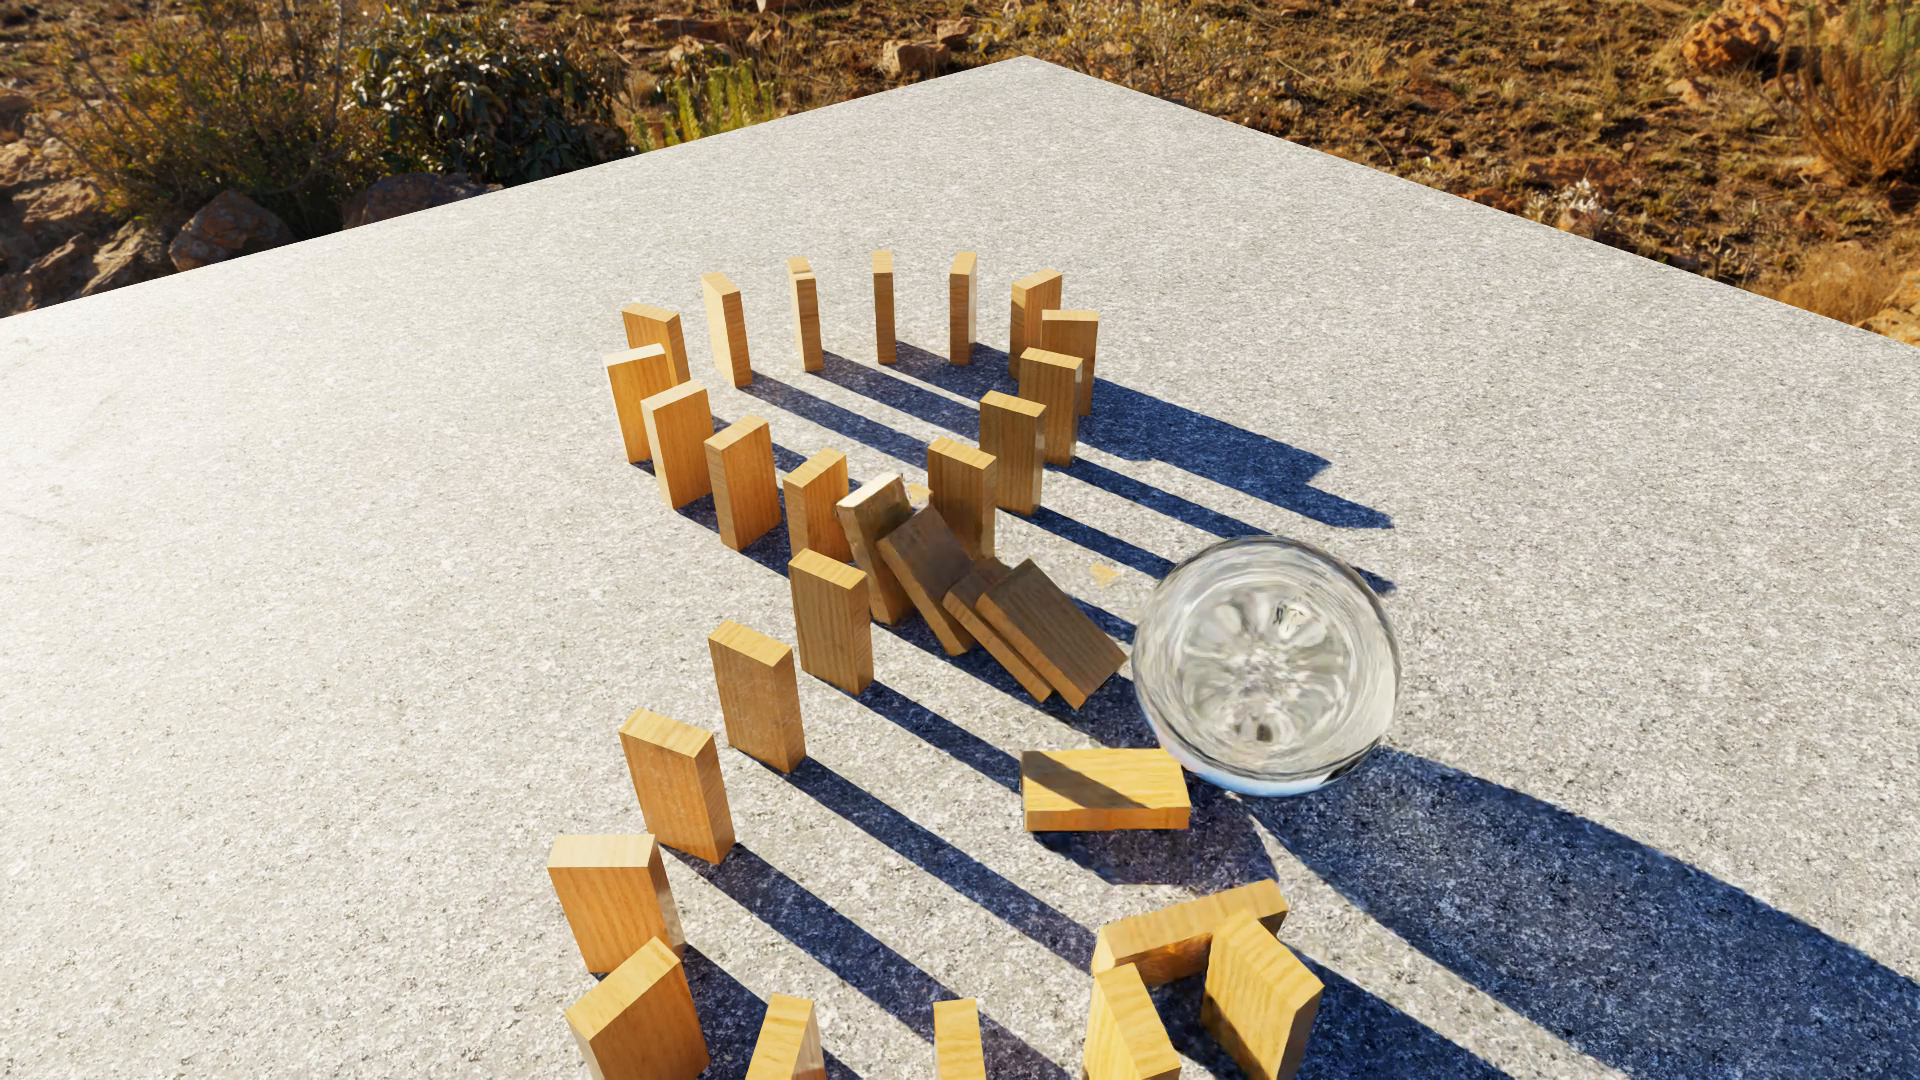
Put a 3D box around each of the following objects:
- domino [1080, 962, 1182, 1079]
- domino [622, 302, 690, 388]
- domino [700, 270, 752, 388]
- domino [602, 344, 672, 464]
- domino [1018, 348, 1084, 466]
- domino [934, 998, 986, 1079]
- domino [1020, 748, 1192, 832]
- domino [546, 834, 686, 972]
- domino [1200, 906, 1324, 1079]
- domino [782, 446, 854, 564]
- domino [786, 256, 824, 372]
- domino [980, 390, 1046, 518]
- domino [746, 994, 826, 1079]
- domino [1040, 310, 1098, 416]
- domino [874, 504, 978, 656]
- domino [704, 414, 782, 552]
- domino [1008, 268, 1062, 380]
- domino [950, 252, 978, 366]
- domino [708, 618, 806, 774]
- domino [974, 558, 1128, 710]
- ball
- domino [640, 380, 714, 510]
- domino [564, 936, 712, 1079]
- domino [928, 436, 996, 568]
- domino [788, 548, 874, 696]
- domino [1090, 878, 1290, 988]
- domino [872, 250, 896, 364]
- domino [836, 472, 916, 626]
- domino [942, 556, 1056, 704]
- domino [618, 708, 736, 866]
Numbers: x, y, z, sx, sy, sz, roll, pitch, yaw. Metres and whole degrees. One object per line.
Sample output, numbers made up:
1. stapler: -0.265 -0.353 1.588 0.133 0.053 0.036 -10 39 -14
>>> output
1. domino: 0.039 0.125 0.259 0.010 0.050 0.025 -11 41 -13
2. domino: -0.140 -0.084 0.514 0.025 0.050 0.009 17 42 20
3. domino: -0.114 -0.102 0.536 0.009 0.050 0.025 -22 44 -25
4. domino: -0.139 -0.060 0.484 0.025 0.050 0.009 -17 42 -20
5. domino: 0.039 -0.058 0.482 0.025 0.050 0.010 15 42 18
6. domino: 0.000 0.130 0.252 0.010 0.050 0.025 -4 40 -5
7. domino: 0.045 0.078 0.346 0.050 0.009 0.025 -1 35 -1
8. domino: -0.090 0.097 0.292 0.025 0.050 0.010 0 39 0
9. domino: 0.073 0.115 0.271 0.009 0.050 0.025 -28 47 -23
10. domino: -0.054 -0.008 0.421 0.009 0.050 0.025 24 45 26
11. domino: -0.077 -0.112 0.549 0.009 0.050 0.025 -11 41 -13
12. domino: 0.021 -0.035 0.454 0.025 0.050 0.010 19 43 21
13. domino: -0.040 0.130 0.253 0.009 0.050 0.025 6 40 8
14. domino: 0.050 -0.082 0.512 0.025 0.050 0.010 2 39 2
15. domino: -0.007 0.015 0.401 0.025 0.009 0.050 -38 96 -37
16. domino: -0.086 -0.022 0.439 0.010 0.050 0.025 26 46 28
17. domino: 0.037 -0.105 0.540 0.025 0.050 0.010 -30 48 -31
18. domino: 0.002 -0.116 0.553 0.009 0.050 0.025 6 40 8
19. domino: -0.064 0.050 0.350 0.025 0.050 0.010 20 43 23
20. domino: 0.032 0.032 0.382 0.050 0.010 0.025 45 53 12
21. ball: 0.093 0.039 0.339 0.080 0.080 0.080 0 39 0
22. domino: -0.116 -0.039 0.460 0.025 0.050 0.010 -30 48 -32
23. domino: -0.076 0.120 0.265 0.009 0.050 0.025 29 47 30
24. domino: 0.001 -0.013 0.428 0.025 0.050 0.010 23 45 25
25. domino: -0.044 0.029 0.377 0.025 0.050 0.009 21 44 23
26. domino: 0.062 0.108 0.298 0.050 0.025 0.010 -11 46 -13
27. domino: -0.038 -0.117 0.555 0.009 0.050 0.025 -3 39 -3
28. domino: -0.027 0.003 0.407 0.009 0.050 0.025 10 37 42
29. domino: 0.020 0.031 0.390 0.050 0.009 0.025 44 53 12
30. domino: -0.082 0.073 0.323 0.025 0.050 0.009 15 42 17
